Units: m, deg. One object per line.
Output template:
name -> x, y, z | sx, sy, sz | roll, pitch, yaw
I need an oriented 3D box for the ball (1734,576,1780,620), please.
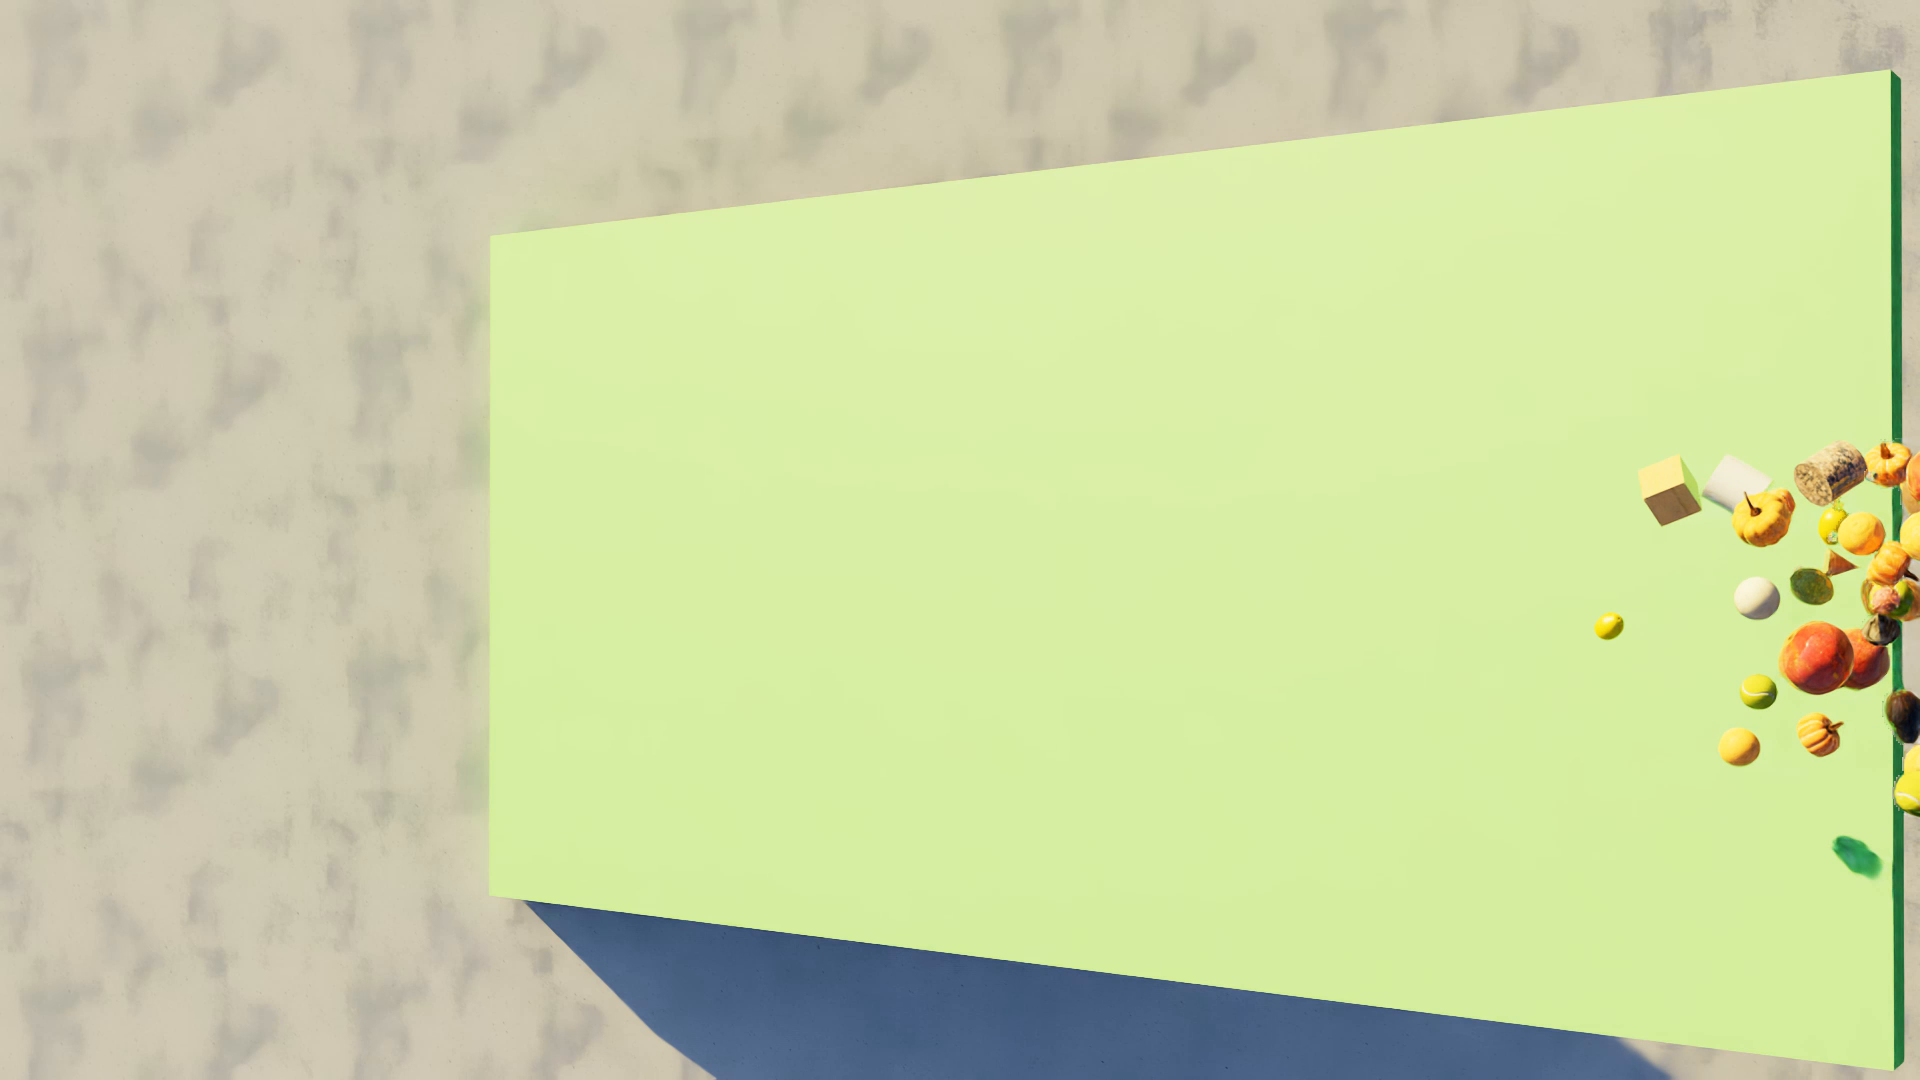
ball -> 1.376, 0.101, 3.794 | 0.076, 0.076, 0.076 | 0, 90, 0

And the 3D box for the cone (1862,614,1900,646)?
cone -> 1.402, 0.125, 3.353 | 0.053, 0.053, 0.053 | -14, 53, 20

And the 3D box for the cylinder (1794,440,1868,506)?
cylinder -> 1.291, -0.099, 3.262 | 0.073, 0.073, 0.073 | -30, 90, -15

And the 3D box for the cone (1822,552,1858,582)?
cone -> 1.455, 0.042, 3.624 | 0.052, 0.052, 0.052 | -9, 89, 33

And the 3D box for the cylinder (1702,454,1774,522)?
cylinder -> 1.398, -0.093, 3.952 | 0.090, 0.090, 0.090 | 34, 90, 21

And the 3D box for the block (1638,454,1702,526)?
block -> 1.354, -0.094, 4.193 | 0.082, 0.082, 0.082 | -25, 124, 28

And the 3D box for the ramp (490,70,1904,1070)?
ramp -> 0.246, 0.068, 5.573 | 4.000, 0.100, 2.000 | 0, 89, 35
